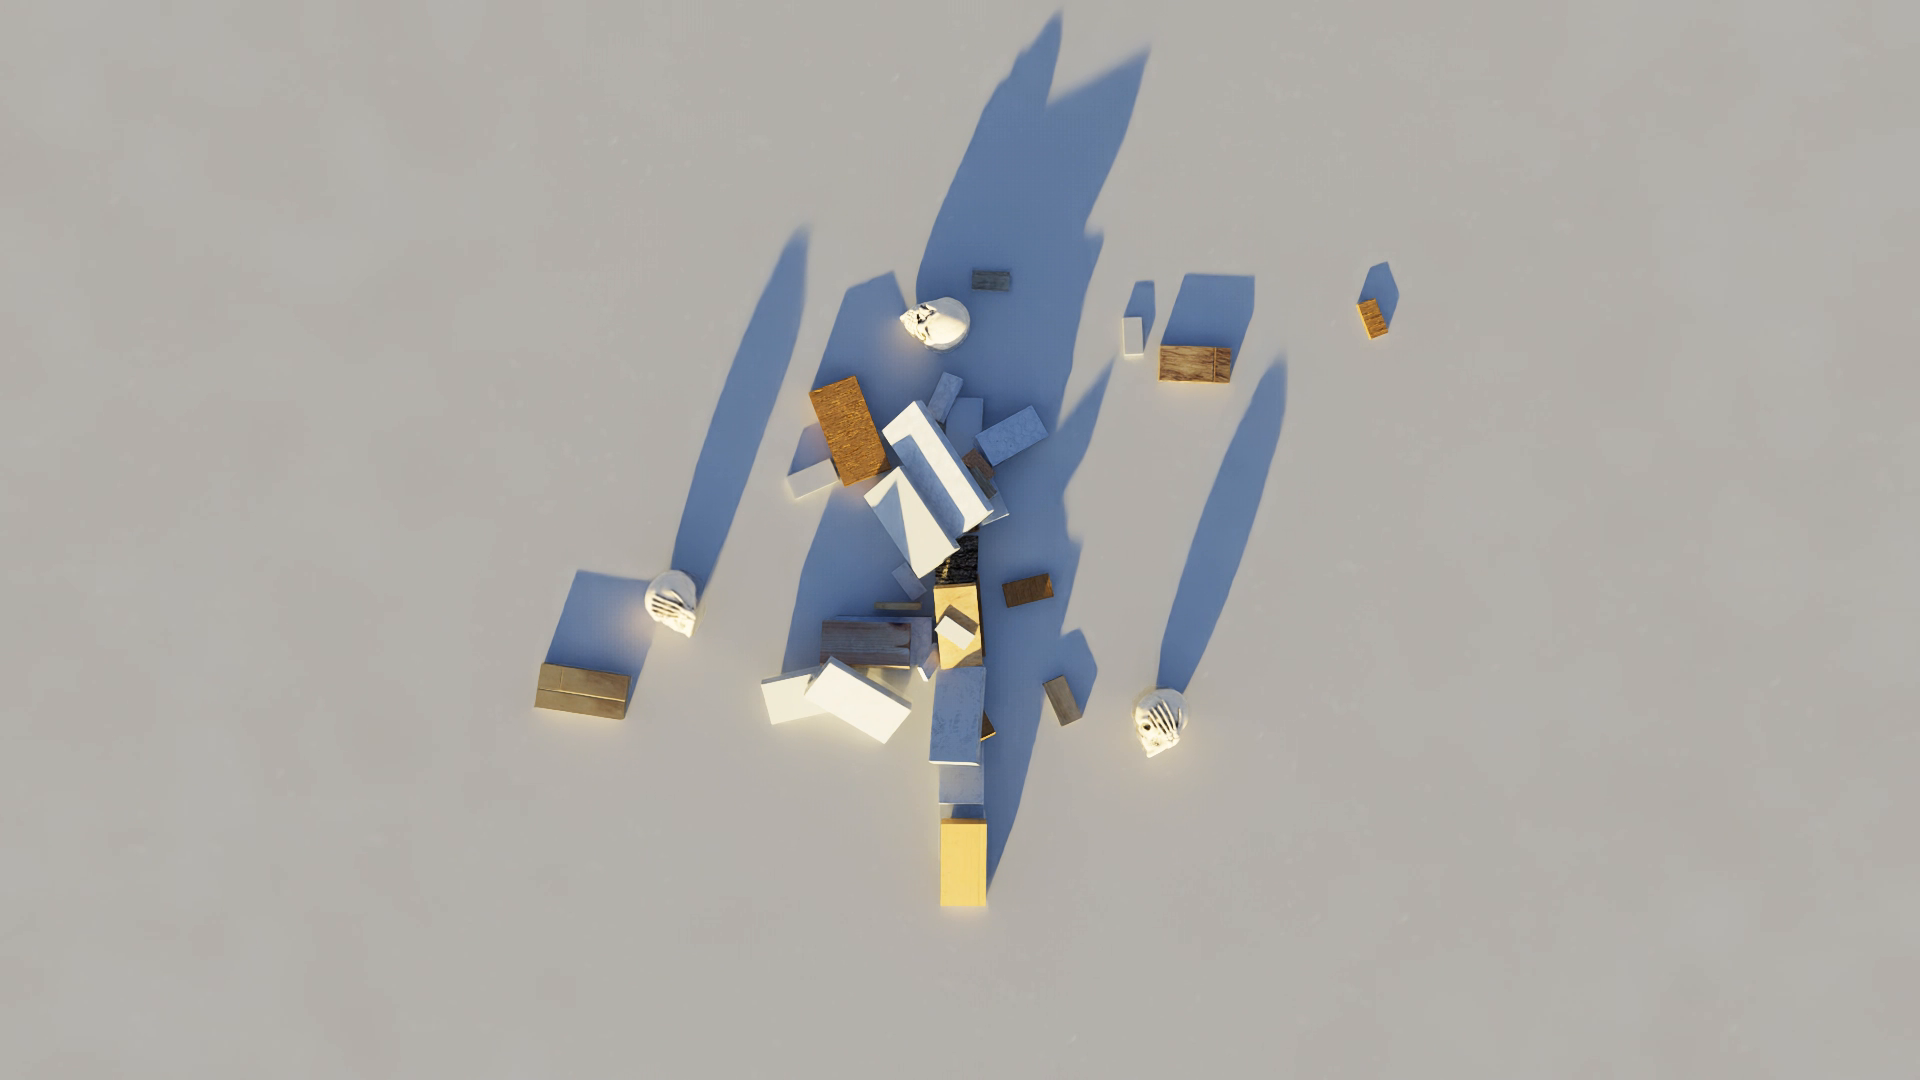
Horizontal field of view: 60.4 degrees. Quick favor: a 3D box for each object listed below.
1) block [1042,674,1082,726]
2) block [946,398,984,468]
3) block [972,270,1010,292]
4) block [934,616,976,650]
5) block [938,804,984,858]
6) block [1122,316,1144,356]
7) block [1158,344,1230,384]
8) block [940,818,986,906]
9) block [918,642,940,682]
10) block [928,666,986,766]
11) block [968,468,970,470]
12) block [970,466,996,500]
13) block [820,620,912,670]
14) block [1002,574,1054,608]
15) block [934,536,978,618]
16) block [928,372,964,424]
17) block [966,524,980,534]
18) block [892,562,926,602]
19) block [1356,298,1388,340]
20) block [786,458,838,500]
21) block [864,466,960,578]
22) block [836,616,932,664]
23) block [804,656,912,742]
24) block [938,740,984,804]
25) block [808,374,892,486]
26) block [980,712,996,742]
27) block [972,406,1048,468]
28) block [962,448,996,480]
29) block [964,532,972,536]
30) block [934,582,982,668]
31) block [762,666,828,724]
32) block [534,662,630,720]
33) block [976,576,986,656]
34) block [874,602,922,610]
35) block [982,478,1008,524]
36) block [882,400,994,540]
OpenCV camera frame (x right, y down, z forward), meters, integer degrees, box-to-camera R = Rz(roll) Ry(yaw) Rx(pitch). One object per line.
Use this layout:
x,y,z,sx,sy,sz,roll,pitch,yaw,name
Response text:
0.341,0.535,5.489,0.077,0.022,0.154,-24,90,0,block
0.013,-0.355,5.452,0.117,0.033,0.233,2,76,3,block
0.102,-0.863,5.491,0.123,0.017,0.062,3,90,0,block
-0.016,0.301,5.383,0.120,0.017,0.060,35,103,-9,block
0.005,0.907,5.479,0.148,0.042,0.296,0,90,0,block
0.576,-0.679,5.491,0.062,0.017,0.123,-2,90,0,block
0.780,-0.584,5.483,0.233,0.033,0.117,2,90,0,block
0.011,1.063,5.438,0.148,0.042,0.296,0,106,0,block
-0.096,0.401,5.437,0.017,0.120,0.060,1,130,34,block
-0.008,0.575,5.412,0.159,0.045,0.318,0,73,17,block
0.013,-0.250,5.456,0.090,0.026,0.181,-13,70,-2,block
0.066,-0.181,5.369,0.055,0.016,0.110,-41,83,25,block
-0.309,0.344,5.413,0.292,0.041,0.146,2,72,0,block
0.226,0.168,5.489,0.159,0.023,0.080,-14,90,0,block
-0.012,0.122,5.441,0.138,0.039,0.275,2,89,0,block
-0.055,-0.472,5.465,0.080,0.023,0.159,25,90,43,block
0.028,-0.078,5.443,0.055,0.016,0.111,-11,70,-2,block
-0.169,0.139,5.492,0.060,0.017,0.120,-37,90,0,block
1.373,-0.737,5.491,0.062,0.017,0.123,-21,90,0,block
-0.491,-0.203,5.489,0.159,0.023,0.080,-24,90,0,block
-0.158,-0.060,5.415,0.166,0.047,0.332,-39,79,25,block
-0.253,0.333,5.477,0.318,0.045,0.159,1,90,0,block
-0.334,0.525,5.408,0.318,0.045,0.159,32,114,-15,block
0.005,0.722,5.445,0.148,0.042,0.296,0,77,0,block
-0.365,-0.362,5.476,0.166,0.047,0.332,-21,90,0,block
0.043,0.578,5.445,0.077,0.022,0.179,-24,66,-11,block
0.167,-0.341,5.442,0.233,0.033,0.117,-30,90,-22,block
0.061,-0.242,5.390,0.055,0.016,0.110,-39,83,-6,block
0.012,-0.066,5.492,0.055,0.016,0.111,-2,90,0,block
-0.005,0.281,5.406,0.138,0.039,0.275,-5,106,2,block
-0.497,0.505,5.456,0.293,0.041,0.146,-12,109,0,block
-1.253,0.502,5.479,0.293,0.041,0.146,9,90,0,block
0.005,0.255,5.480,0.138,0.039,0.275,-5,90,0,block
-0.206,0.218,5.462,0.154,0.077,0.022,1,90,0,block
0.082,-0.149,5.398,0.090,0.026,0.181,-23,83,-4,block
-0.073,-0.230,5.398,0.166,0.047,0.440,-40,78,31,block
